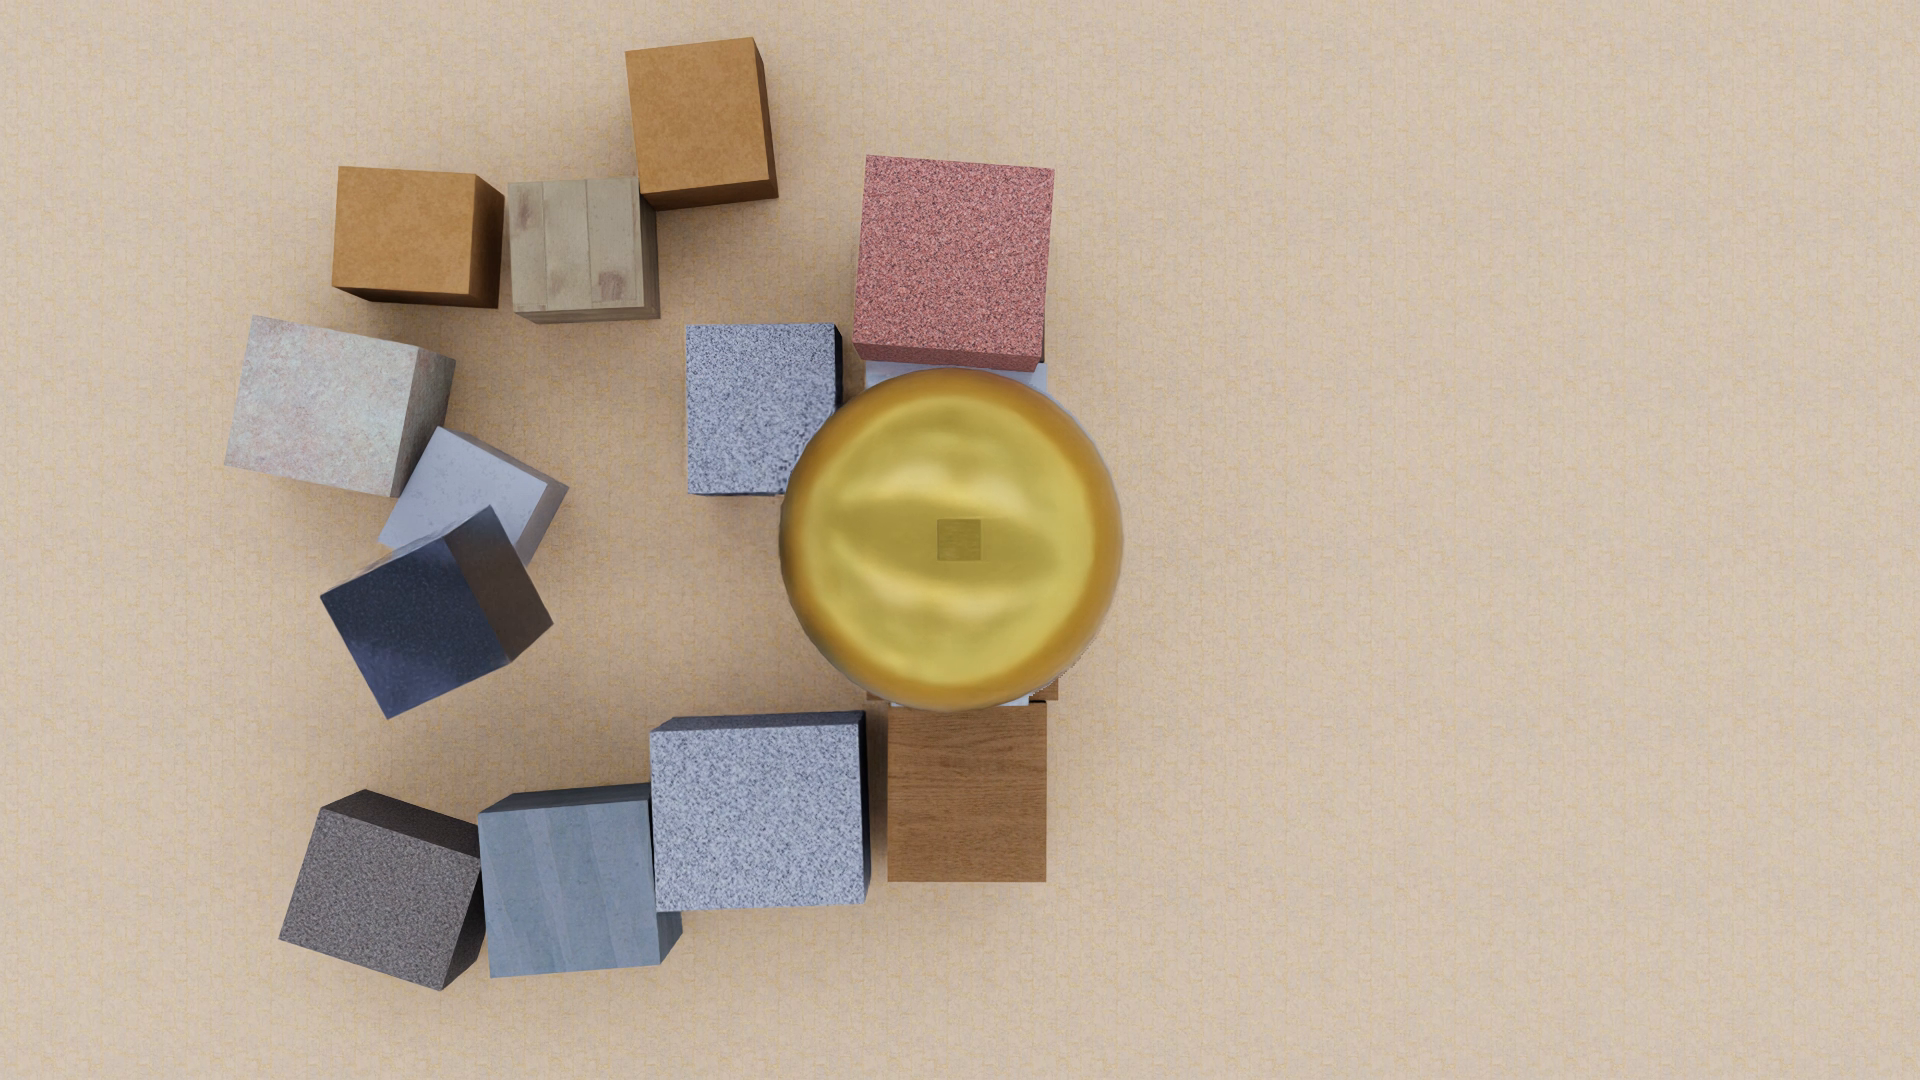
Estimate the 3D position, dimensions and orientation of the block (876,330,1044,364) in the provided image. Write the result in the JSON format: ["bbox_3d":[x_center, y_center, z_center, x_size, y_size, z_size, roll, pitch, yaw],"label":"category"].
[{"bbox_3d":[0.000,-1.427,12.492,0.925,1.016,0.901,0,90,0],"label":"block"}]

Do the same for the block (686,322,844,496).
[{"bbox_3d":[-1.099,-0.729,12.576,0.821,0.849,0.931,-1,90,0],"label":"block"}]

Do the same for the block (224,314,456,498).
[{"bbox_3d":[-3.514,-0.738,12.547,0.931,0.906,0.845,11,90,0],"label":"block"}]

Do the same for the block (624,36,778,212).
[{"bbox_3d":[-1.476,-2.382,12.664,0.725,0.673,0.805,-6,90,0],"label":"block"}]

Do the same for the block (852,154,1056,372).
[{"bbox_3d":[-0.032,-1.416,11.465,0.943,1.037,0.938,4,90,0],"label":"block"}]

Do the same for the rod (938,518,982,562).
[{"bbox_3d":[-0.018,0.000,6.758,0.080,5.200,0.080,0,90,0],"label":"rod"}]

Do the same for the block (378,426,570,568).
[{"bbox_3d":[-2.785,-0.155,12.652,0.697,0.697,0.727,28,90,0],"label":"block"}]

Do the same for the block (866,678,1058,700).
[{"bbox_3d":[0.015,0.426,12.559,1.058,0.882,0.912,0,90,0],"label":"block"}]

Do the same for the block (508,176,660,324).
[{"bbox_3d":[-2.150,-1.653,12.652,0.732,0.695,0.727,-3,90,0],"label":"block"}]

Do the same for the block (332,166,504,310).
[{"bbox_3d":[-3.090,-1.721,12.604,0.762,0.792,0.670,3,90,0],"label":"block"}]

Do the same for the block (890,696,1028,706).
[{"bbox_3d":[-0.005,0.459,11.776,0.717,0.684,0.809,-1,90,0],"label":"block"}]

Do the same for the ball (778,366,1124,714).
[{"bbox_3d":[-0.041,0.000,10.158,1.600,1.600,1.600,0,90,0],"label":"ball"}]

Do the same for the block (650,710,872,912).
[{"bbox_3d":[-1.109,1.519,12.506,1.139,0.988,0.984,-2,90,0],"label":"block"}]

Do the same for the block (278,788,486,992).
[{"bbox_3d":[-3.187,1.978,12.548,0.942,0.903,0.762,18,90,0],"label":"block"}]

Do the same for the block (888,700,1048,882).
[{"bbox_3d":[0.040,1.381,12.516,0.870,0.968,0.981,0,90,0],"label":"block"}]

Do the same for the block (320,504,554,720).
[{"bbox_3d":[-2.826,0.381,11.949,0.778,0.753,0.751,-24,100,13],"label":"block"}]

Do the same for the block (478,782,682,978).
[{"bbox_3d":[-2.140,1.910,12.514,0.935,0.973,0.904,-5,90,0],"label":"block"}]

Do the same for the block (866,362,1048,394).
[{"bbox_3d":[-0.024,-0.505,12.495,0.988,1.010,0.929,1,90,0],"label":"block"}]
